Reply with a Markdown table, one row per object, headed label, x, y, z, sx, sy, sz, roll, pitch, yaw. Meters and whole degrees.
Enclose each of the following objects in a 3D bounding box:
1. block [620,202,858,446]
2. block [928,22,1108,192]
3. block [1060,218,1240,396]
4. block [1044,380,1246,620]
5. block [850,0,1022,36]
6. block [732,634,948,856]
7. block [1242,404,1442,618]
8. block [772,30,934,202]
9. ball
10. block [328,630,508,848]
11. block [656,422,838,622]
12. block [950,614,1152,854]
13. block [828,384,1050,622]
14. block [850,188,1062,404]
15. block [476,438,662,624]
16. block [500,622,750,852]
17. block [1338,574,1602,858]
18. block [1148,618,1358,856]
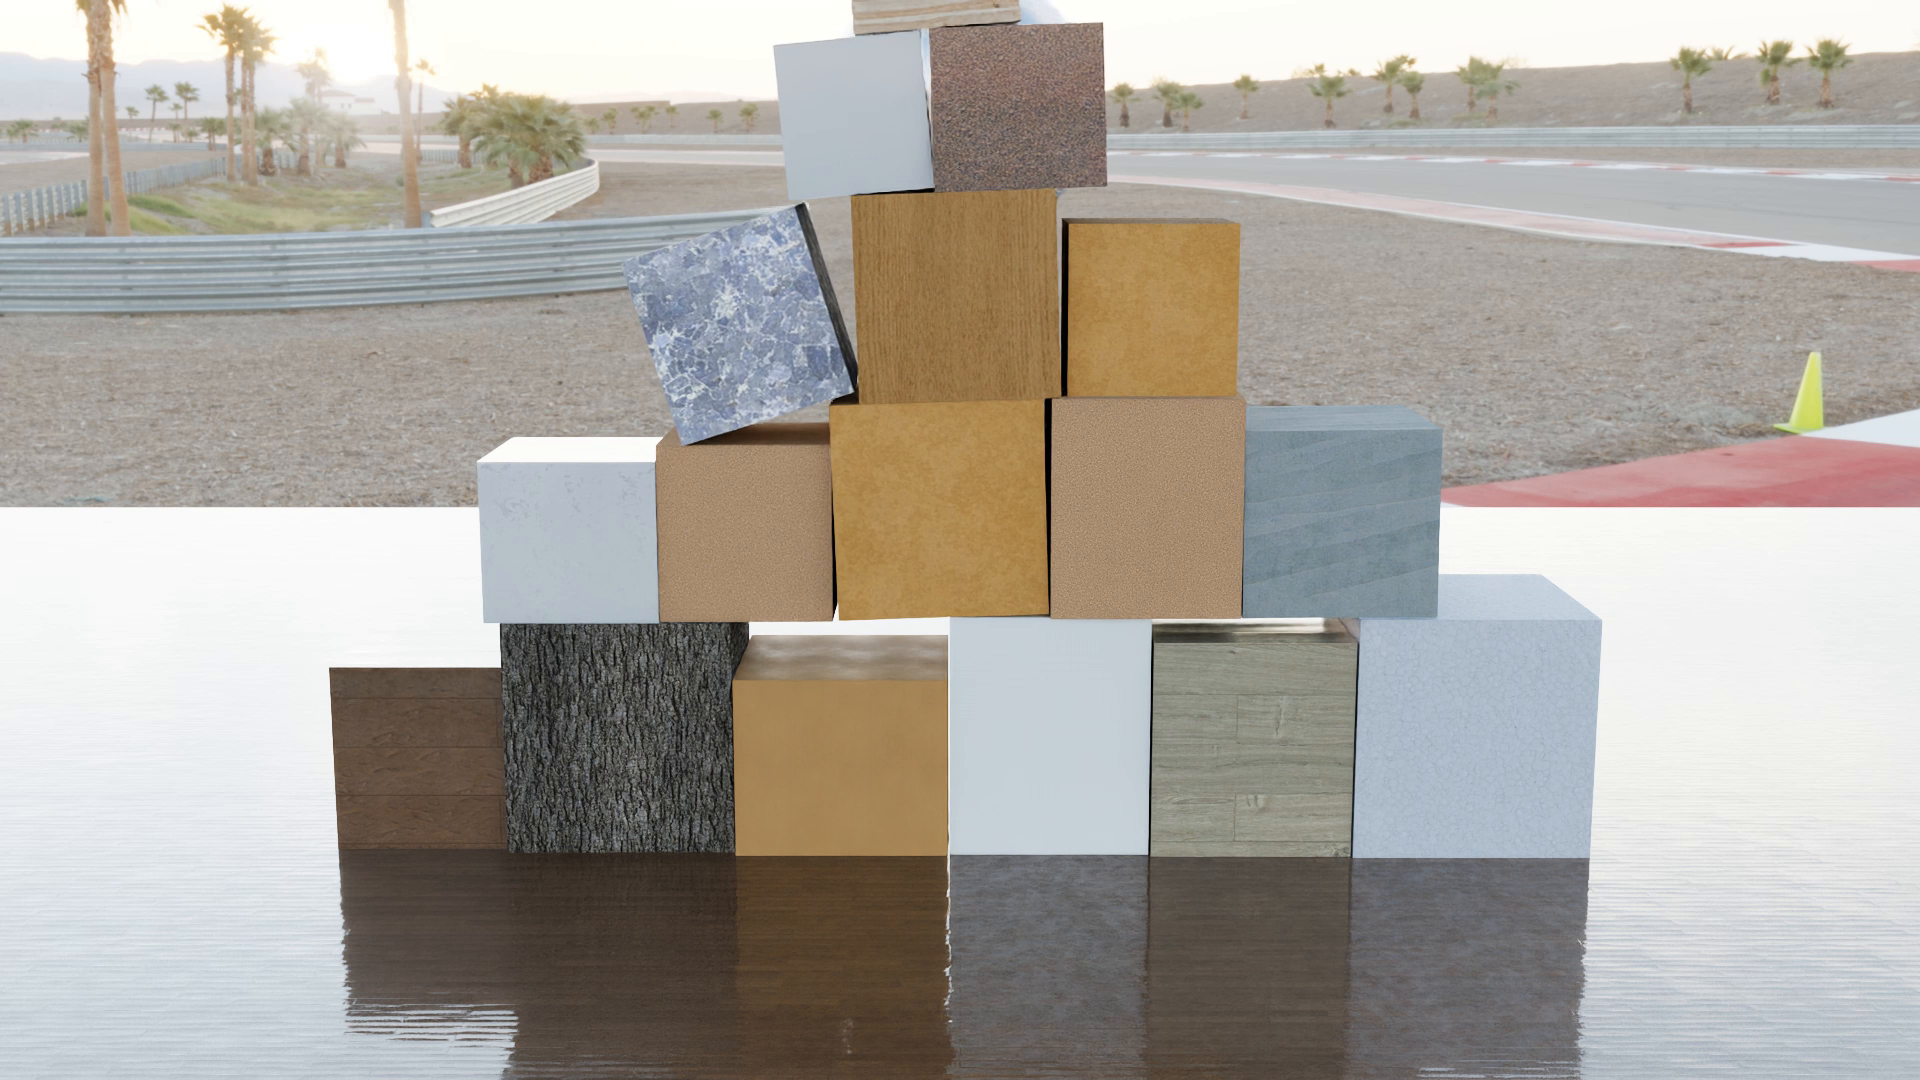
| label | x | y | z | sx | sy | sz | roll | pitch | yaw |
| --- | --- | --- | --- | --- | --- | --- | --- | --- | --- |
| block | -1.069 | -1.097 | 10.975 | 0.873 | 0.926 | 0.876 | -17 | 10 | 3 |
| block | 0.274 | -2.117 | 10.800 | 0.821 | 0.762 | 0.881 | -2 | 10 | 0 |
| block | 0.931 | -1.174 | 10.966 | 0.820 | 0.828 | 0.766 | 0 | 10 | 0 |
| block | 0.906 | -0.241 | 11.152 | 0.929 | 1.075 | 1.088 | 0 | 10 | 0 |
| block | -0.143 | -2.857 | 10.670 | 0.789 | 0.766 | 0.822 | -5 | 10 | 0 |
| block | -0.588 | 1.038 | 11.355 | 1.053 | 0.896 | 1.018 | 0 | 10 | 0 |
| block | 1.850 | -0.163 | 11.143 | 0.951 | 0.921 | 0.995 | -1 | 10 | 0 |
| block | -0.506 | -2.075 | 10.792 | 0.697 | 0.732 | 0.754 | -5 | 10 | 1 |
| ball | 0.000 | -2.535 | 12.828 | 1.600 | 1.600 | 1.600 | 0 | 10 | 0 |
| block | -2.695 | 1.013 | 11.375 | 0.854 | 0.937 | 0.854 | 0 | 10 | 0 |
| block | -1.053 | -0.107 | 11.181 | 0.852 | 0.877 | 0.874 | 0 | 10 | 0 |
| block | 0.443 | 0.881 | 11.352 | 0.988 | 1.204 | 1.032 | 0 | 10 | 0 |
| block | -0.098 | -0.232 | 11.155 | 1.030 | 1.059 | 1.008 | -2 | 10 | 0 |
| block | -0.016 | -1.244 | 10.963 | 0.969 | 0.993 | 1.002 | -2 | 10 | 0 |
| block | -1.910 | -0.064 | 11.159 | 0.860 | 0.802 | 0.884 | 0 | 10 | 0 |
| block | -1.691 | 0.902 | 11.346 | 1.133 | 1.166 | 0.949 | 0 | 10 | 0 |
| block | 2.535 | 0.879 | 11.358 | 1.174 | 1.207 | 1.154 | 0 | 10 | 0 |
| block | 1.442 | 0.942 | 11.346 | 0.991 | 1.087 | 1.068 | 0 | 10 | 0 |
